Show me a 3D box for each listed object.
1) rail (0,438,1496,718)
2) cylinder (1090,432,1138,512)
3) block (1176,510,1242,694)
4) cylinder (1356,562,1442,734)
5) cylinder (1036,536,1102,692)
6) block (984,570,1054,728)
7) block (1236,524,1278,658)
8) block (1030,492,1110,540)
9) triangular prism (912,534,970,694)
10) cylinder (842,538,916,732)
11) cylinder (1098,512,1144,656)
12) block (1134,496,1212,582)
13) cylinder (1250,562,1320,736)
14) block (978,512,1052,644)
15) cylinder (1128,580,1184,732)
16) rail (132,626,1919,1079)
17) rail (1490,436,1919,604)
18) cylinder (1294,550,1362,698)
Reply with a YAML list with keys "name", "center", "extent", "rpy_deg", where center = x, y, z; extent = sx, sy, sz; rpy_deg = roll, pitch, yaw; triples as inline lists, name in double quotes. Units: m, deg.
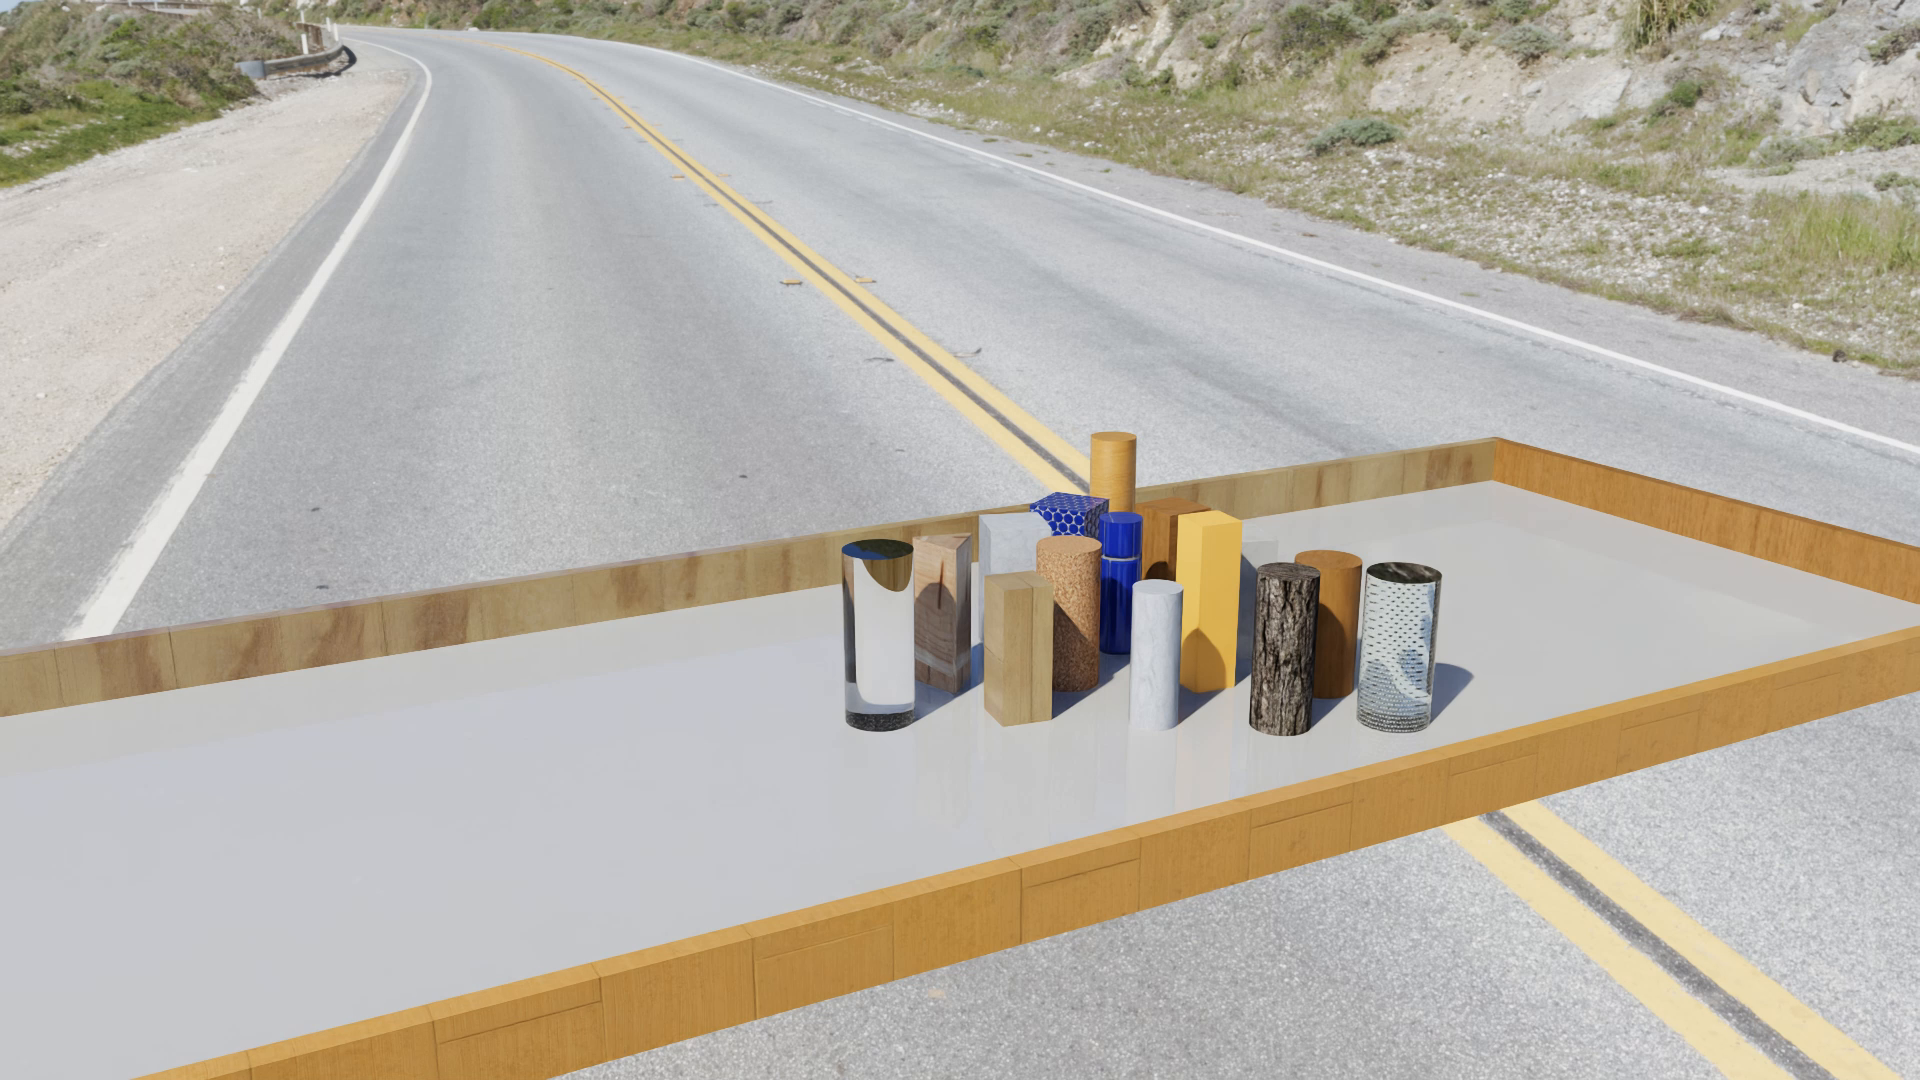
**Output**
- name: "rail"
  center: [-3.305, 0.497, 3.399]
  extent: [12.000, 0.150, 0.050]
  rpy_deg: [-9, 18, -27]
- name: "cylinder"
  center: [0.447, -0.086, 4.851]
  extent: [0.134, 0.449, 0.134]
  rpy_deg: [0, 16, 0]
- name: "block"
  center: [0.610, 0.152, 4.078]
  extent: [0.112, 0.428, 0.112]
  rpy_deg: [-7, 18, -22]
- name: "cylinder"
  center: [1.025, 0.250, 3.858]
  extent: [0.170, 0.364, 0.170]
  rpy_deg: [0, 16, 0]
- name: "cylinder"
  center: [0.268, 0.182, 4.102]
  extent: [0.160, 0.358, 0.160]
  rpy_deg: [0, 16, 0]
- name: "block"
  center: [0.137, 0.255, 3.892]
  extent: [0.124, 0.336, 0.124]
  rpy_deg: [-6, 17, -19]
- name: "block"
  center: [0.724, 0.135, 4.331]
  extent: [0.155, 0.318, 0.155]
  rpy_deg: [-4, 17, -12]
- name: "block"
  center: [0.304, 0.050, 4.610]
  extent: [0.165, 0.324, 0.165]
  rpy_deg: [9, 19, 28]
- name: "triangular prism"
  center: [-0.019, 0.173, 4.106]
  extent: [0.127, 0.371, 0.147]
  rpy_deg: [-16, 22, -42]
- name: "cylinder"
  center: [-0.189, 0.222, 3.857]
  extent: [0.168, 0.419, 0.168]
  rpy_deg: [0, 16, 0]
- name: "cylinder"
  center: [0.418, 0.114, 4.328]
  extent: [0.114, 0.360, 0.114]
  rpy_deg: [0, 16, 0]
- name: "block"
  center: [0.587, 0.059, 4.590]
  extent: [0.148, 0.319, 0.148]
  rpy_deg: [-11, 19, -32]
- name: "cylinder"
  center: [0.752, 0.253, 3.826]
  extent: [0.143, 0.377, 0.143]
  rpy_deg: [0, 16, 0]
- name: "block"
  center: [0.143, 0.116, 4.354]
  extent: [0.159, 0.342, 0.159]
  rpy_deg: [-3, 17, -10]
- name: "cylinder"
  center: [0.456, 0.269, 3.849]
  extent: [0.117, 0.334, 0.117]
  rpy_deg: [0, 16, 0]
- name: "rail"
  center: [-2.336, 1.006, 1.665]
  extent: [12.000, 0.150, 0.050]
  rpy_deg: [-9, 18, -27]
- name: "rail"
  center: [2.466, -0.048, 5.253]
  extent: [0.050, 0.150, 2.100]
  rpy_deg: [-9, 18, -27]
- name: "cylinder"
  center: [0.898, 0.206, 4.063]
  extent: [0.162, 0.332, 0.162]
  rpy_deg: [0, 16, 0]
